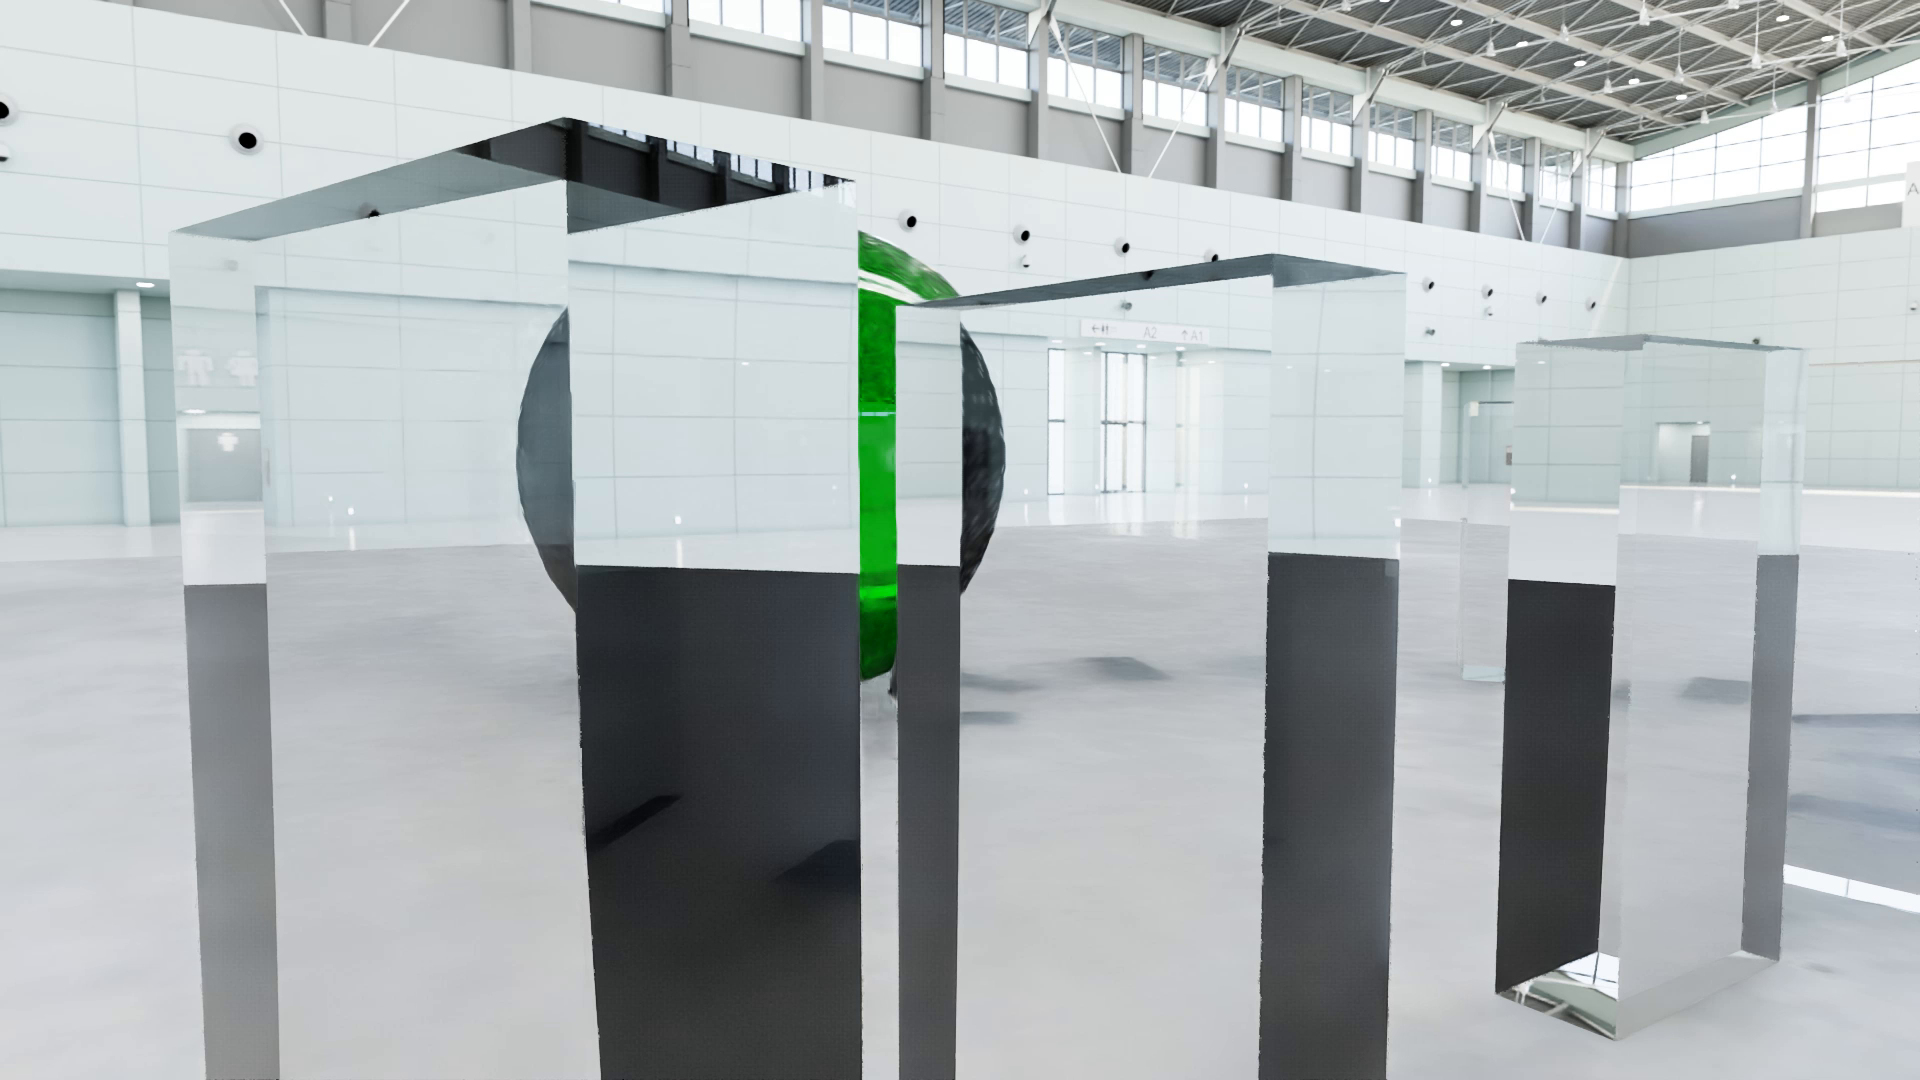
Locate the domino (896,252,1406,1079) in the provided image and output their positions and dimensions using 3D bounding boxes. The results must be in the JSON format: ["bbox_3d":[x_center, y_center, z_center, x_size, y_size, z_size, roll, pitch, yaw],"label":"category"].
[{"bbox_3d":[0.008,0.013,0.065,0.009,0.050,0.025,-3,6,-39],"label":"domino"}]

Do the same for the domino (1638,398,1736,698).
[{"bbox_3d":[0.128,0.001,0.225,0.010,0.050,0.025,3,5,38],"label":"domino"}]

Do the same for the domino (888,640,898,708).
[{"bbox_3d":[0.006,0.003,0.191,0.025,0.050,0.009,-2,28,-25],"label":"domino"}]

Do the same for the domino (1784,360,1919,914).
[{"bbox_3d":[0.086,0.008,0.123,0.009,0.050,0.025,-3,5,-37],"label":"domino"}]

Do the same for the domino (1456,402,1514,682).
[{"bbox_3d":[0.099,0.000,0.240,0.010,0.050,0.025,1,5,19],"label":"domino"}]

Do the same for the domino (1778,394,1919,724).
[{"bbox_3d":[0.143,0.003,0.198,0.025,0.050,0.009,0,4,-2],"label":"domino"}]

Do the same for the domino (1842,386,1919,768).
[{"bbox_3d":[0.132,0.005,0.168,0.025,0.050,0.010,3,5,36],"label":"domino"}]

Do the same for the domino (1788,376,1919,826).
[{"bbox_3d":[0.110,0.007,0.145,0.009,0.050,0.025,-4,6,-43],"label":"domino"}]

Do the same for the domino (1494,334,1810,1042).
[{"bbox_3d":[0.054,0.010,0.101,0.025,0.050,0.010,-3,5,-34],"label":"domino"}]

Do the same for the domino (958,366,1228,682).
[{"bbox_3d":[0.022,-0.003,0.228,0.009,0.050,0.025,18,20,-46],"label":"domino"}]

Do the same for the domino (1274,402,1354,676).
[{"bbox_3d":[0.068,-0.001,0.246,0.010,0.050,0.025,0,4,5],"label":"domino"}]

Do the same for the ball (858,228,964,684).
[{"bbox_3d":[-0.028,-0.014,0.219,0.080,0.080,0.080,0,4,0],"label":"ball"}]

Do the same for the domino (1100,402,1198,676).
[{"bbox_3d":[0.036,-0.001,0.245,0.010,0.050,0.025,0,4,-12],"label":"domino"}]

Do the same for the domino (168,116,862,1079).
[{"bbox_3d":[-0.016,0.014,0.043,0.025,0.050,0.009,4,6,40],"label":"domino"}]
